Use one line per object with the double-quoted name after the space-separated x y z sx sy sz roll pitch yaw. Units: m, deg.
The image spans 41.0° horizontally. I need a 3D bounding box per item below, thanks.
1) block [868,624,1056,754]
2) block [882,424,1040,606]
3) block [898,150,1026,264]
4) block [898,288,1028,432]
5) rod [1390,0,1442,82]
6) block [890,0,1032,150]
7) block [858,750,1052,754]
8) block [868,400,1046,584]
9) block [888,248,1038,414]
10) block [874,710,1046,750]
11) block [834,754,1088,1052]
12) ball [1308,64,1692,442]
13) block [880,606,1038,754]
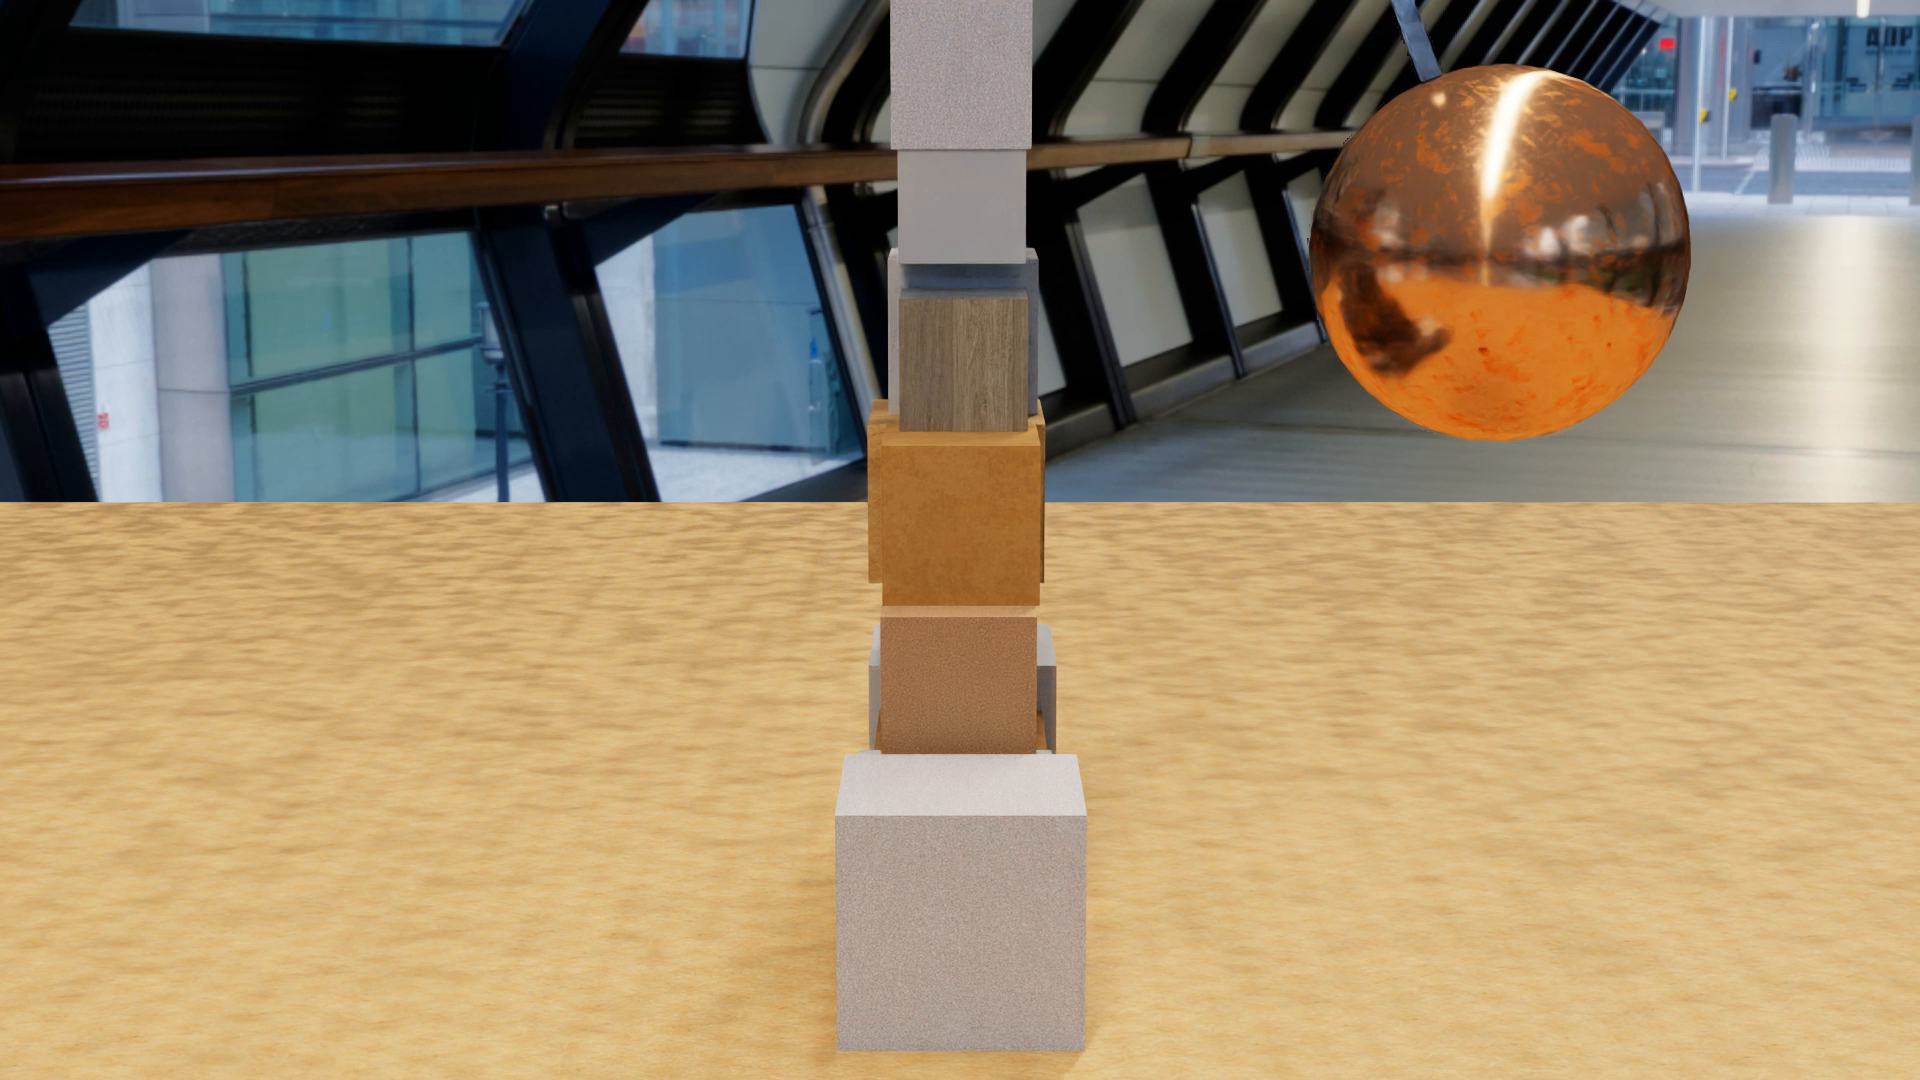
0.012 0.931 11.887 0.834 0.915 0.858 0 10 0 "block"
0.004 -0.111 10.467 0.627 0.643 0.630 0 10 0 "block"
0.008 -1.433 10.903 0.531 0.471 0.556 0 11 0 "block"
0.015 -0.756 10.705 0.525 0.541 0.519 0 11 0 "block"
0.994 -4.312 10.396 0.080 5.200 0.080 -22 10 4 "rod"
0.005 -1.965 10.801 0.580 0.612 0.571 0 11 0 "block"
-0.019 1.292 10.437 0.801 0.723 0.674 0 10 0 "block"
-0.015 -0.224 11.176 0.744 0.679 0.798 0 11 0 "block"
0.013 -0.925 11.269 0.641 0.664 0.633 0 11 0 "block"
0.003 1.173 11.126 0.724 0.711 0.705 0 10 0 "block"
0.004 1.348 9.668 0.902 0.889 0.839 0 10 0 "block"
2.295 -1.221 10.958 1.600 1.600 1.600 0 10 0 "ball"
-0.005 0.580 10.401 0.612 0.692 0.681 0 10 0 "block"
